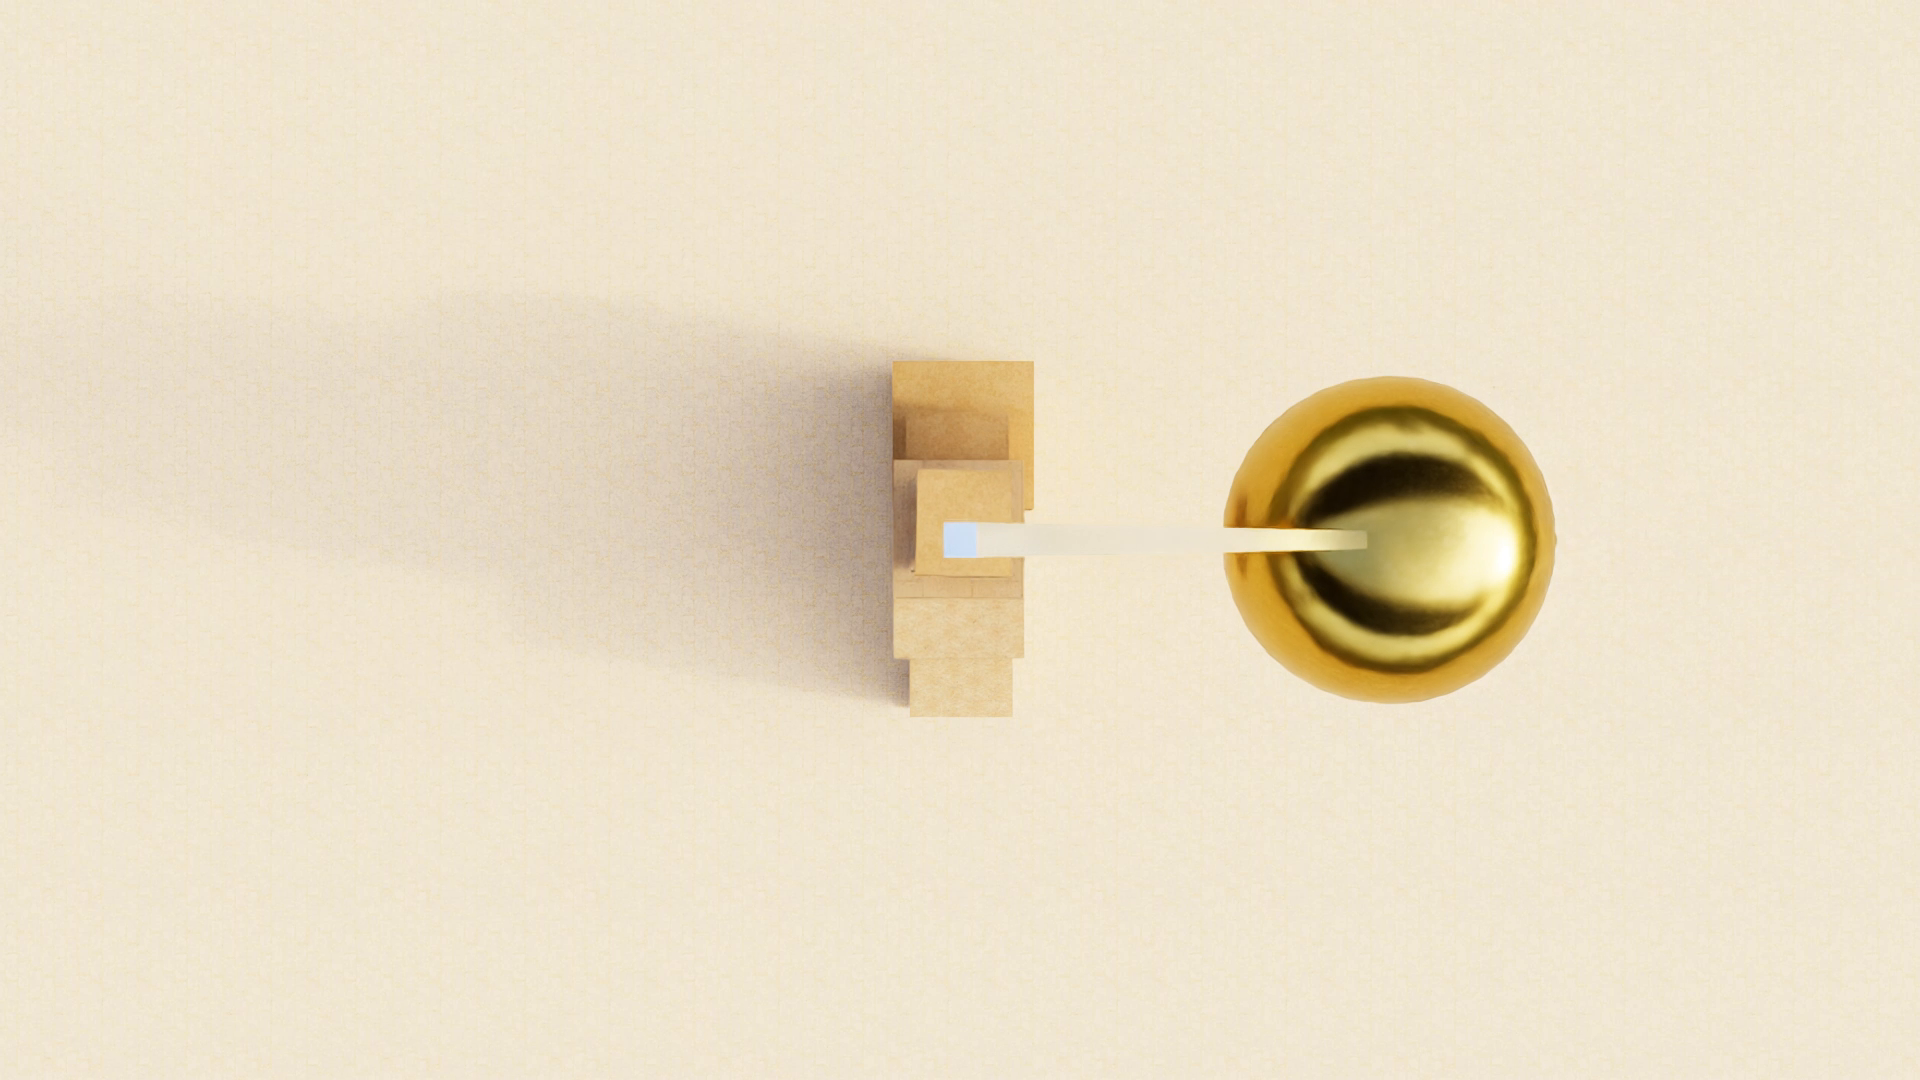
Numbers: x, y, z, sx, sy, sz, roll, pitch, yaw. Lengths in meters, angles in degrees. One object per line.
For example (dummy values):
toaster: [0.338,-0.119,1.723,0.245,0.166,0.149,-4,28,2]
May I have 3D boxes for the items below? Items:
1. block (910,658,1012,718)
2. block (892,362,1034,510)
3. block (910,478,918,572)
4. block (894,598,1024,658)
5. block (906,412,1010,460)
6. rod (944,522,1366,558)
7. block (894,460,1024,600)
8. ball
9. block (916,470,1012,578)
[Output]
block: [0.007,0.682,12.696,0.580,0.608,0.635,0,90,0]
block: [0.019,-0.586,12.641,0.789,0.718,0.826,0,90,0]
block: [-0.014,-0.068,10.894,0.453,0.485,0.448,0,88,0]
block: [-0.005,0.277,12.068,0.697,0.657,0.742,0,87,0]
block: [-0.010,-0.397,12.025,0.548,0.514,0.574,0,90,0]
rod: [0.899,0.000,7.498,0.080,5.200,0.080,0,90,20]
block: [-0.006,-0.045,11.446,0.662,0.614,0.694,0,87,0]
ball: [2.074,0.000,10.688,1.600,1.600,1.600,0,90,0]
block: [0.016,-0.068,9.996,0.421,0.439,0.469,1,88,-1]
